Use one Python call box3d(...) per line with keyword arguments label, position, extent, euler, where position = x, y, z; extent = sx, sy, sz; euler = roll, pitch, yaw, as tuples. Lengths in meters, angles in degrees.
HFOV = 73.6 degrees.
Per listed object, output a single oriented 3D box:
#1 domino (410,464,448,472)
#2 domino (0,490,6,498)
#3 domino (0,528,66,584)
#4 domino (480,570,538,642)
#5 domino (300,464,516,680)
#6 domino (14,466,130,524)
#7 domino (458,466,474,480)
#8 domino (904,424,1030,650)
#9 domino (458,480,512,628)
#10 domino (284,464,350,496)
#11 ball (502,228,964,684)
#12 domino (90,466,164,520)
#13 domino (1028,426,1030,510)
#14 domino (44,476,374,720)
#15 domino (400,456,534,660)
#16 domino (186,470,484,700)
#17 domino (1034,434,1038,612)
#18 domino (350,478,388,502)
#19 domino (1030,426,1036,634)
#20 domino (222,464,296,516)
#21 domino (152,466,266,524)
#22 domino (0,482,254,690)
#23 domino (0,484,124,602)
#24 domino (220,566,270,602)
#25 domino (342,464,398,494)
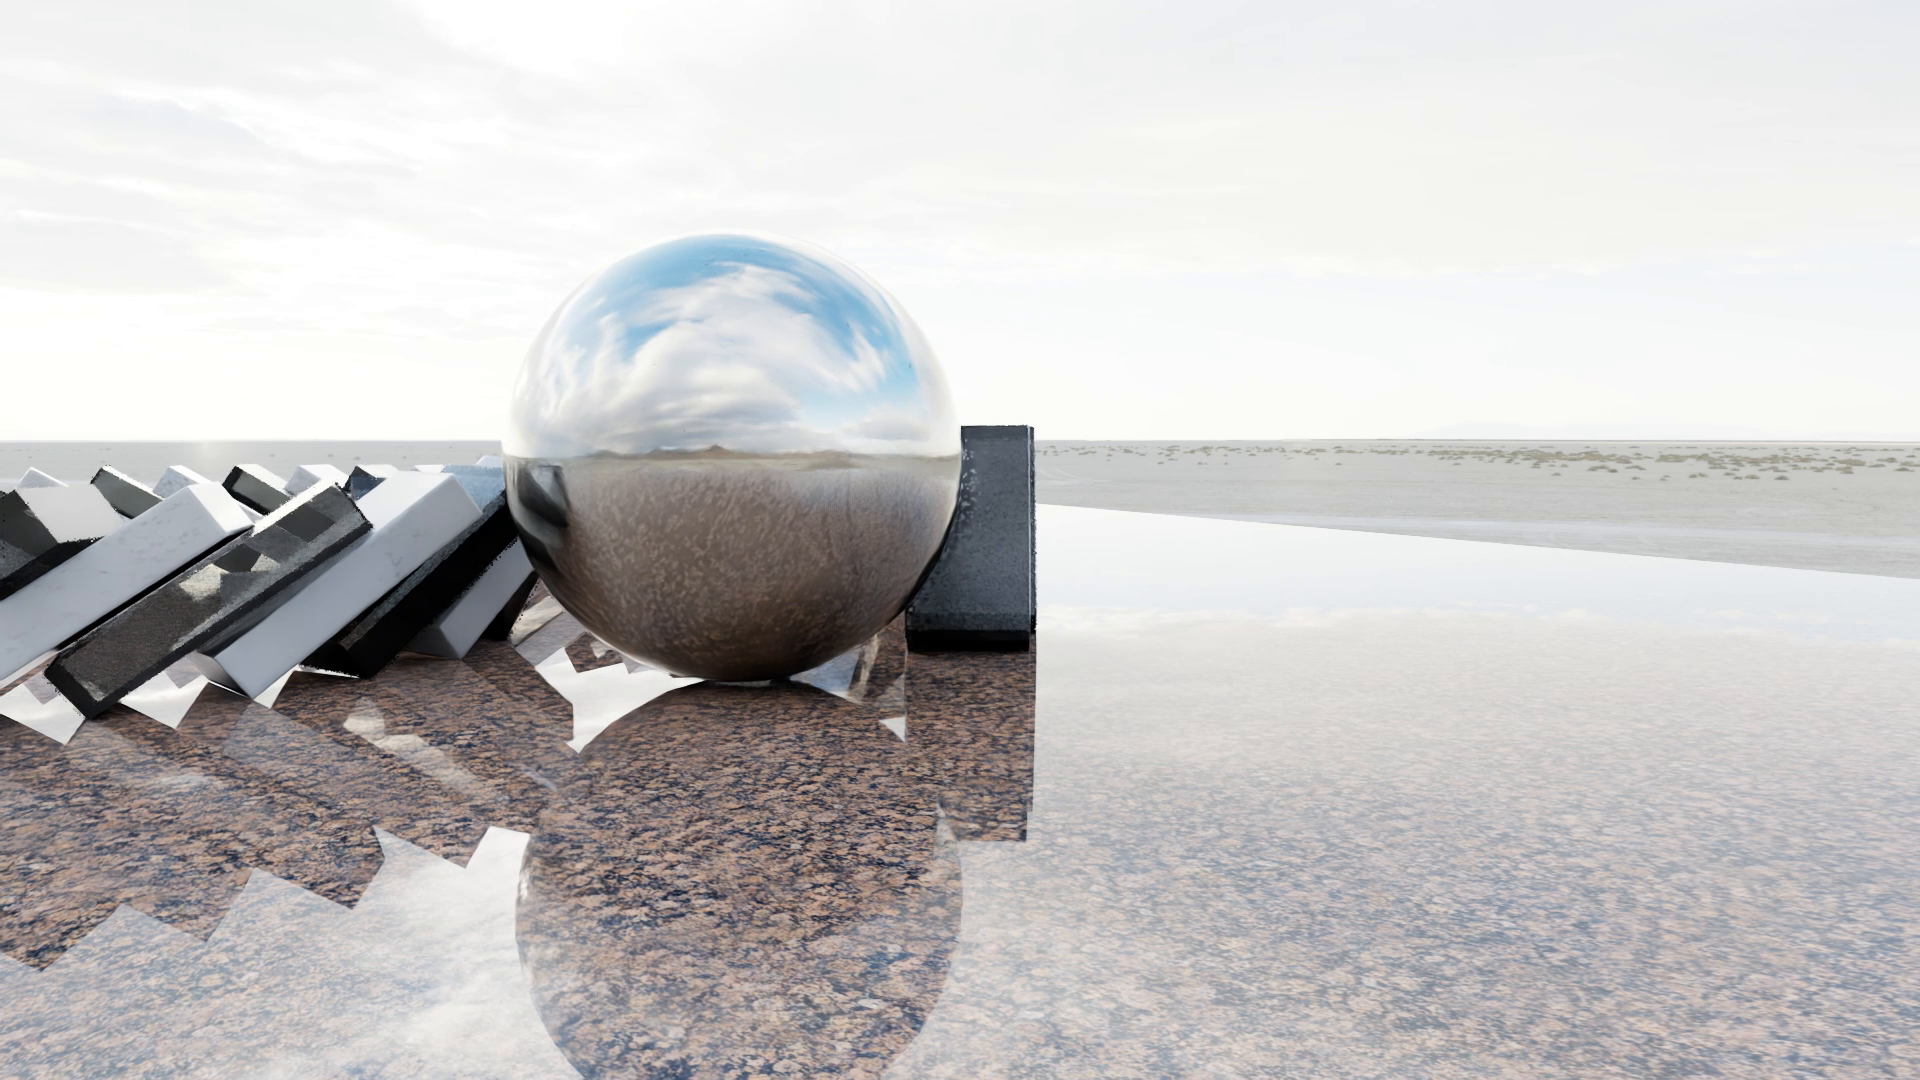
box3d(label="domino", position=(-0.164, -0.008, 0.443), extent=(0.050, 0.009, 0.025), euler=(33, 7, 3))
box3d(label="domino", position=(-0.279, -0.004, 0.385), extent=(0.025, 0.010, 0.050), euler=(4, -27, 47))
box3d(label="domino", position=(-0.289, -0.003, 0.369), extent=(0.025, 0.010, 0.050), euler=(3, -29, 39))
box3d(label="domino", position=(-0.110, 0.003, 0.295), extent=(0.025, 0.009, 0.050), euler=(8, 32, -4))
box3d(label="domino", position=(-0.107, 0.005, 0.251), extent=(0.025, 0.009, 0.050), euler=(4, 43, 33))
box3d(label="domino", position=(-0.266, -0.005, 0.399), extent=(0.050, 0.009, 0.025), euler=(37, -17, -32))
box3d(label="domino", position=(-0.146, -0.008, 0.442), extent=(0.050, 0.009, 0.025), euler=(34, 9, 6))
box3d(label="domino", position=(0.002, -0.001, 0.273), extent=(0.025, 0.050, 0.009), euler=(0, -30, 2))
box3d(label="domino", position=(-0.121, 0.002, 0.311), extent=(0.025, 0.009, 0.050), euler=(1, 33, -17))
box3d(label="domino", position=(-0.201, -0.008, 0.439), extent=(0.050, 0.009, 0.025), euler=(33, 1, -6))
box3d(label="ball", position=(-0.039, -0.015, 0.229), extent=(0.080, 0.080, 0.080), euler=(0, 4, 0))
box3d(label="domino", position=(-0.252, -0.006, 0.412), extent=(0.050, 0.010, 0.025), euler=(35, -13, -27))
box3d(label="domino", position=(0.003, -0.002, 0.284), extent=(0.025, 0.050, 0.010), euler=(0, -30, 2))
box3d(label="domino", position=(-0.125, 0.008, 0.215), extent=(0.050, 0.010, 0.025), euler=(-40, 22, -21))
box3d(label="domino", position=(-0.103, 0.002, 0.270), extent=(0.025, 0.010, 0.050), euler=(6, 44, 20))
box3d(label="domino", position=(-0.114, 0.006, 0.233), extent=(0.025, 0.009, 0.050), euler=(5, 42, 44))
box3d(label="domino", position=(0.006, -0.004, 0.307), extent=(0.025, 0.050, 0.009), euler=(0, -30, 2))
box3d(label="domino", position=(-0.138, 0.001, 0.325), extent=(0.025, 0.010, 0.050), euler=(-2, 35, -32))
box3d(label="domino", position=(0.005, -0.003, 0.296), extent=(0.025, 0.050, 0.009), euler=(0, -30, 2))
box3d(label="domino", position=(-0.219, -0.008, 0.432), extent=(0.050, 0.010, 0.025), euler=(34, -5, -15))
box3d(label="domino", position=(-0.236, -0.007, 0.422), extent=(0.050, 0.010, 0.025), euler=(34, -10, -22))
box3d(label="domino", position=(-0.140, 0.009, 0.204), extent=(0.050, 0.010, 0.025), euler=(-37, 15, -14))
box3d(label="domino", position=(-0.157, 0.010, 0.195), extent=(0.050, 0.009, 0.025), euler=(-35, 10, -7))
box3d(label="domino", position=(-0.166, 0.013, 0.333), extent=(0.050, 0.010, 0.025), euler=(3, 5, 34))
box3d(label="domino", position=(-0.183, -0.008, 0.442), extent=(0.050, 0.009, 0.025), euler=(33, 3, -2))
